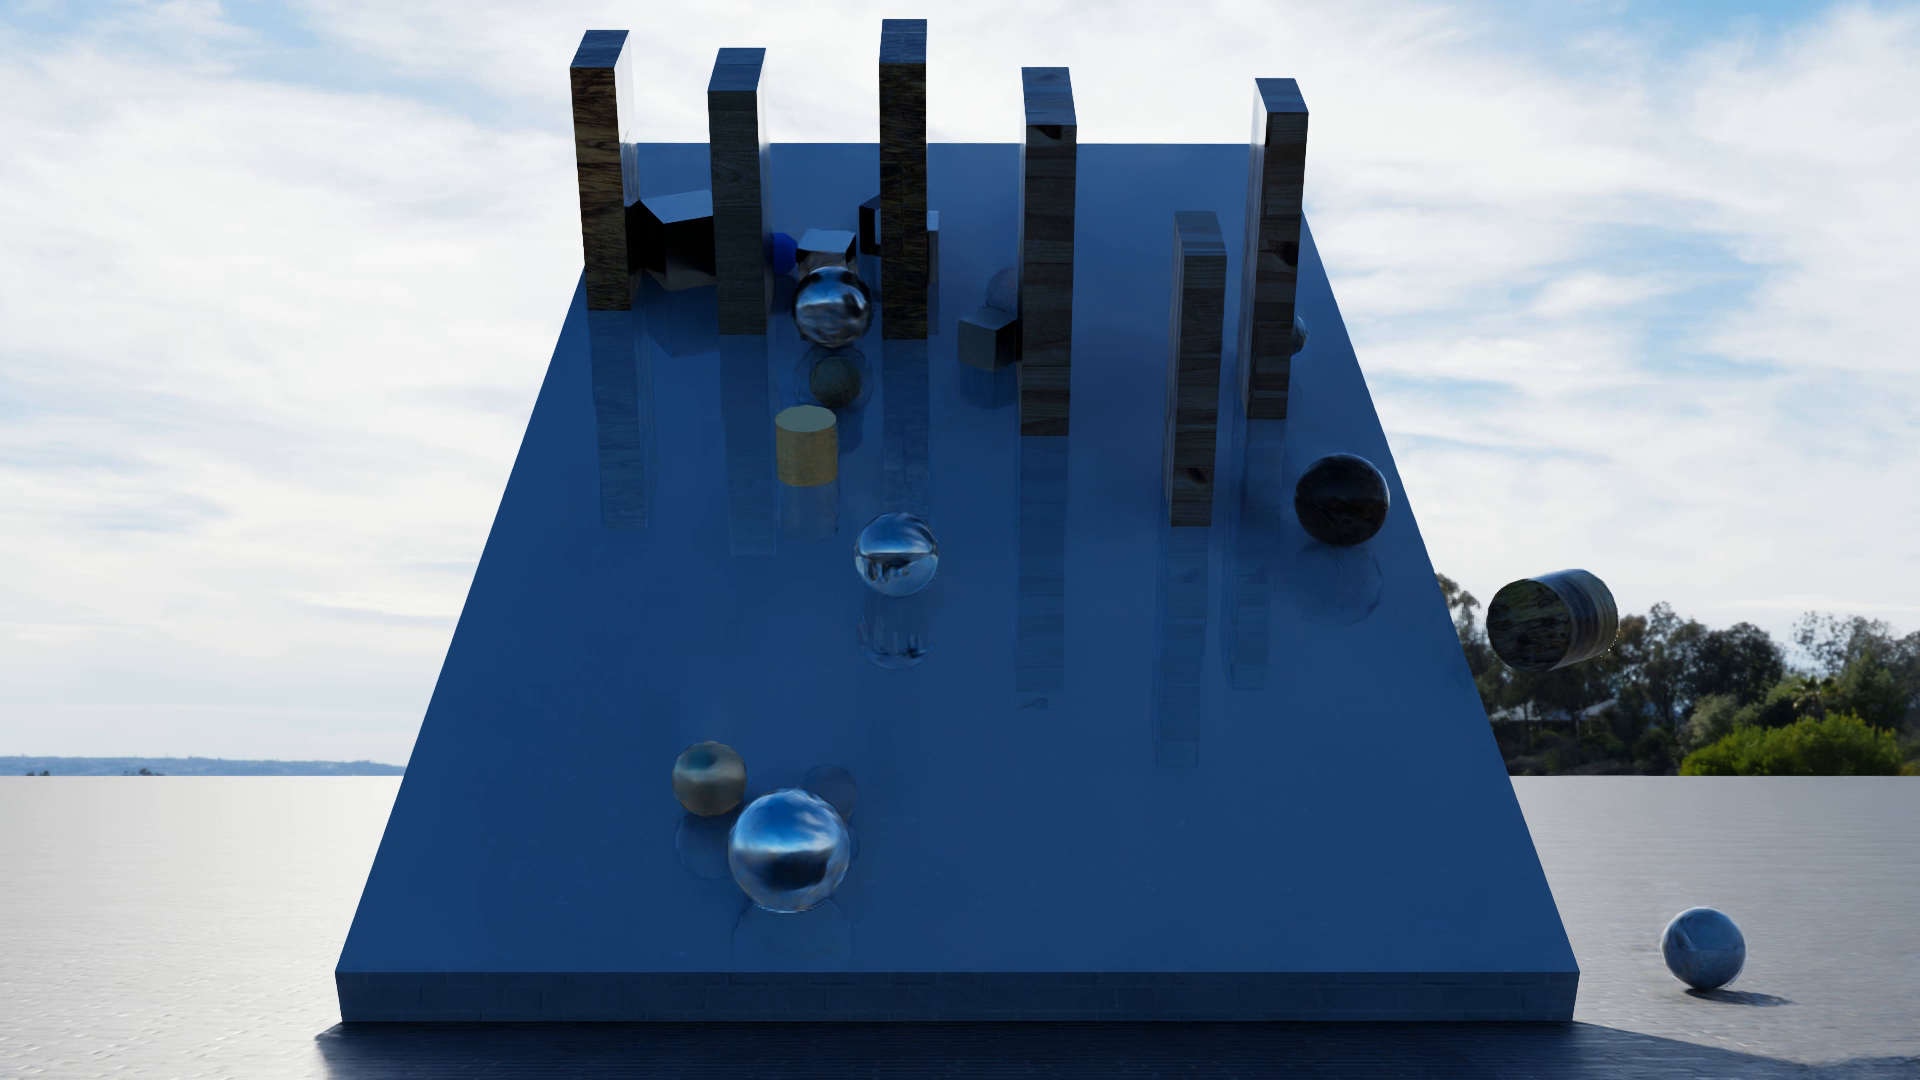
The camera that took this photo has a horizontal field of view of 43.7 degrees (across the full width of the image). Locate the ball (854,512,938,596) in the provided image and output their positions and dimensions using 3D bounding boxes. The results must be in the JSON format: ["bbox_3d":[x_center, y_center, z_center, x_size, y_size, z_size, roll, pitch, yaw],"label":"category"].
[{"bbox_3d":[-0.130,0.029,4.881,0.173,0.173,0.173,0,-5,0],"label":"ball"}]

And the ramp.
[{"bbox_3d":[-0.012,-0.219,5.624,2.000,0.100,4.000,0,29,0],"label":"ramp"}]

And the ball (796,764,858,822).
[{"bbox_3d":[-0.233,0.446,4.180,0.111,0.111,0.111,0,-5,0],"label":"ball"}]

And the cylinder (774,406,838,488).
[{"bbox_3d":[-0.343,-0.209,5.355,0.138,0.138,0.138,0,29,0],"label":"cylinder"}]

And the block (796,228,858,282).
[{"bbox_3d":[-0.350,-0.729,6.310,0.130,0.130,0.130,5,32,9],"label":"block"}]

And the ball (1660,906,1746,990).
[{"bbox_3d":[1.380,0.758,4.449,0.152,0.152,0.152,0,-5,0],"label":"ball"}]

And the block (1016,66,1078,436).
[{"bbox_3d":[0.197,-0.671,5.565,0.112,0.751,0.415,0,29,0],"label":"block"}]

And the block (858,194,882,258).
[{"bbox_3d":[-0.182,-0.858,6.550,0.135,0.135,0.135,16,32,26],"label":"block"}]

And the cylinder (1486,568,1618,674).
[{"bbox_3d":[1.172,0.159,4.738,0.186,0.186,0.186,-5,3,43],"label":"cylinder"}]

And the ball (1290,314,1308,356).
[{"bbox_3d":[0.797,-0.503,5.867,0.108,0.108,0.108,0,-5,0],"label":"ball"}]

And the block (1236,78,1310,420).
[{"bbox_3d":[0.722,-0.673,5.573,0.093,0.751,0.247,0,29,0],"label":"block"}]

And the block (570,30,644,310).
[{"bbox_3d":[-0.908,-0.955,6.188,0.111,0.647,0.320,0,29,0],"label":"block"}]

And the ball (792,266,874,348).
[{"bbox_3d":[-0.319,-0.580,5.968,0.204,0.204,0.204,0,-5,0],"label":"ball"}]

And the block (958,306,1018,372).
[{"bbox_3d":[0.074,-0.496,5.911,0.112,0.112,0.112,20,34,31],"label":"block"}]

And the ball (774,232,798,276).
[{"bbox_3d":[-0.487,-0.766,6.400,0.115,0.115,0.115,0,-5,0],"label":"ball"}]

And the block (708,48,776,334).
[{"bbox_3d":[-0.551,-0.885,6.070,0.120,0.639,0.351,0,29,0],"label":"block"}]

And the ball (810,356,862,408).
[{"bbox_3d":[-0.294,-0.375,5.674,0.124,0.124,0.124,0,-5,0],"label":"ball"}]

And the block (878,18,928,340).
[{"bbox_3d":[-0.139,-0.910,6.037,0.114,0.716,0.369,0,29,0],"label":"block"}]

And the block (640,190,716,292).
[{"bbox_3d":[-0.725,-0.798,6.377,0.192,0.192,0.192,-13,31,-22],"label":"block"}]

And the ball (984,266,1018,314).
[{"bbox_3d":[0.147,-0.611,6.059,0.167,0.167,0.167,0,-5,0],"label":"ball"}]

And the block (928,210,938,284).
[{"bbox_3d":[-0.131,-0.784,6.400,0.148,0.148,0.148,0,29,0],"label":"block"}]

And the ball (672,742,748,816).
[{"bbox_3d":[-0.440,0.420,4.205,0.133,0.133,0.133,0,-5,0],"label":"ball"}]

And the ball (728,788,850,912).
[{"bbox_3d":[-0.283,0.512,3.963,0.203,0.203,0.203,0,-5,0],"label":"ball"}]

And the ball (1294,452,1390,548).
[{"bbox_3d":[0.808,-0.084,5.067,0.200,0.200,0.200,0,-5,0],"label":"ball"}]

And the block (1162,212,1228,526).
[{"bbox_3d":[0.499,-0.365,5.135,0.087,0.626,0.253,0,29,0],"label":"block"}]
